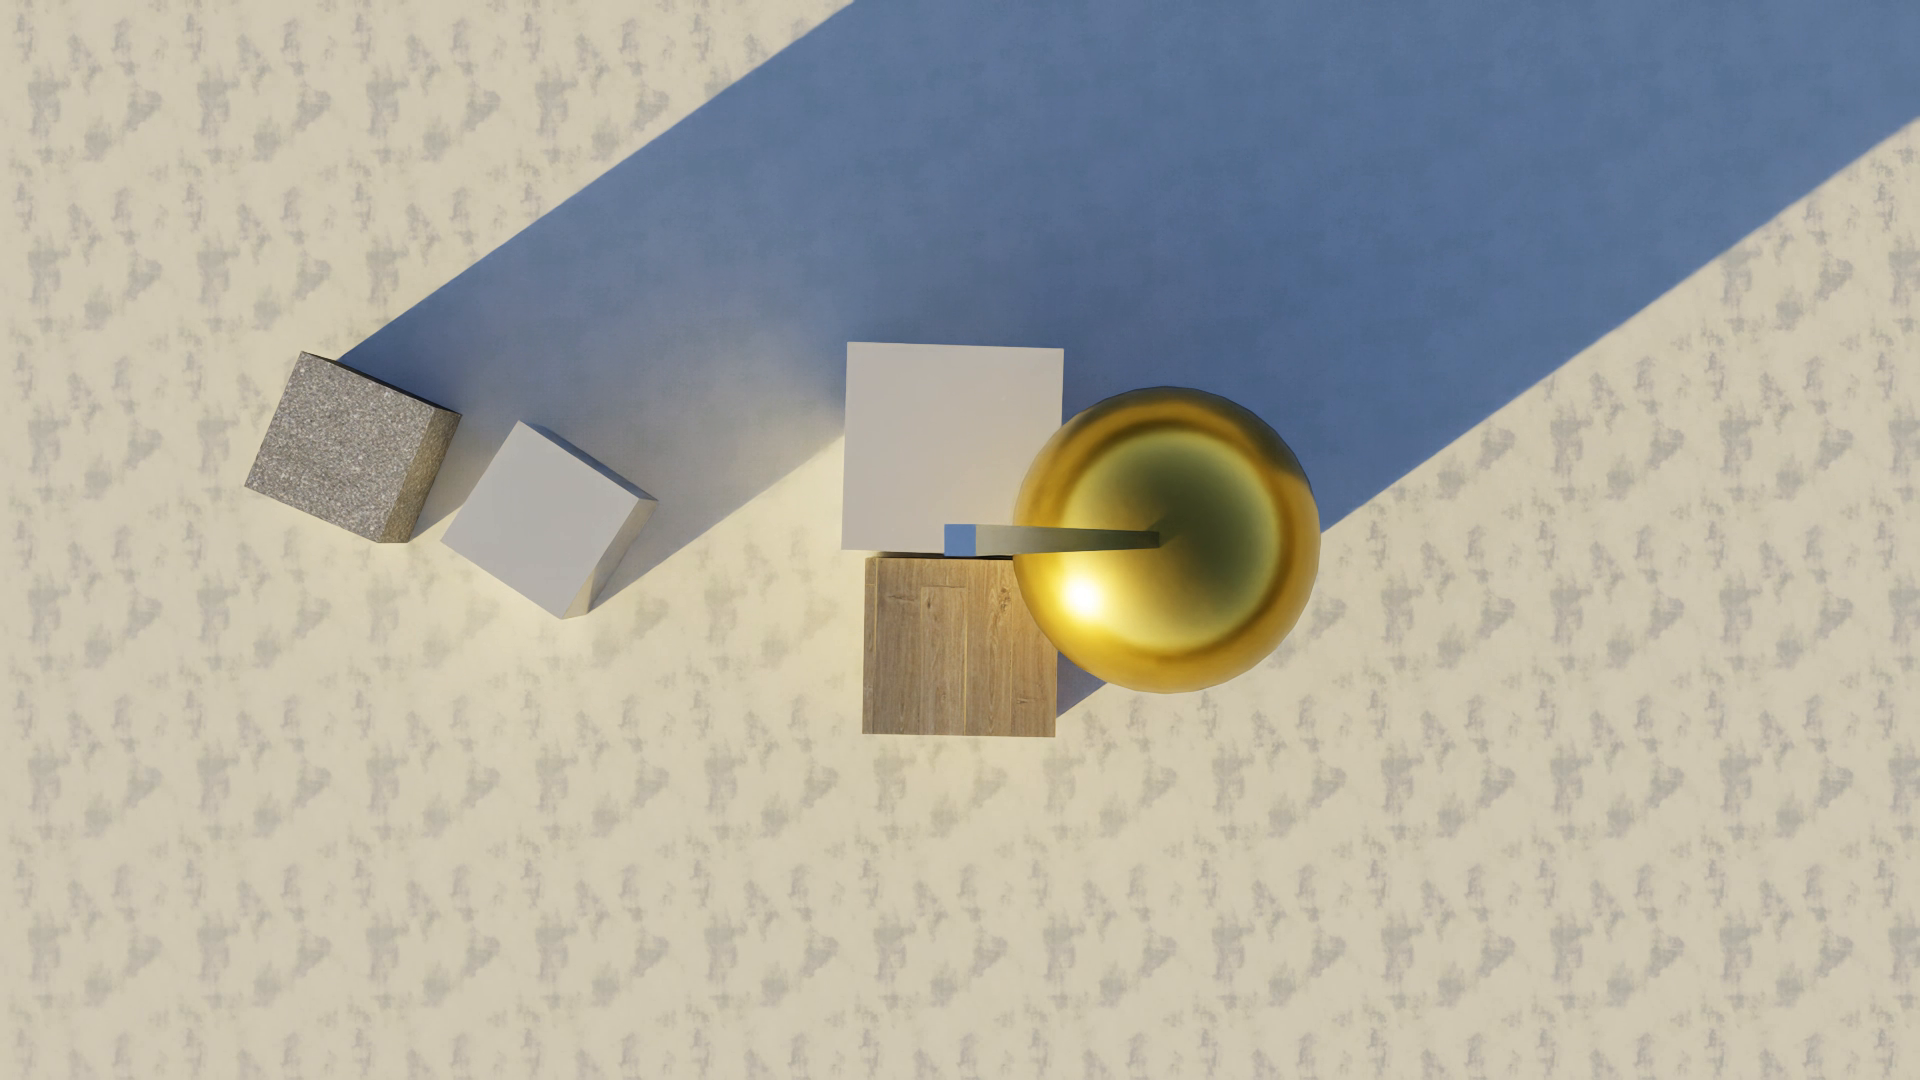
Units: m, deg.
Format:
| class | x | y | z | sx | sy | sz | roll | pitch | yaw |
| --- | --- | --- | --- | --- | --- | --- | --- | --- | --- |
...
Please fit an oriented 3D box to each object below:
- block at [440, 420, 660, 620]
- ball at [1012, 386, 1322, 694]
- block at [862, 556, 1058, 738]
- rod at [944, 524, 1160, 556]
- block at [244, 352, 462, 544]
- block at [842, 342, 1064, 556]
| class | x | y | z | sx | sy | sz | roll | pitch | yaw |
| --- | --- | --- | --- | --- | --- | --- | --- | --- | --- |
| block | -2.326 | -0.111 | 12.582 | 0.799 | 0.835 | 0.801 | 33 | 90 | 0 |
| ball | 1.063 | 0.000 | 11.406 | 1.600 | 1.600 | 1.600 | 0 | 90 | 0 |
| block | 0.002 | 0.592 | 12.542 | 1.064 | 0.916 | 0.969 | 1 | 90 | 0 |
| rod | 0.461 | 0.000 | 8.059 | 0.080 | 5.200 | 0.080 | 0 | 90 | 10 |
| block | -3.479 | -0.521 | 12.665 | 0.818 | 0.670 | 0.826 | 23 | 90 | 0 |
| block | -0.041 | -0.496 | 12.503 | 1.181 | 0.994 | 1.136 | 2 | 90 | 0 |
